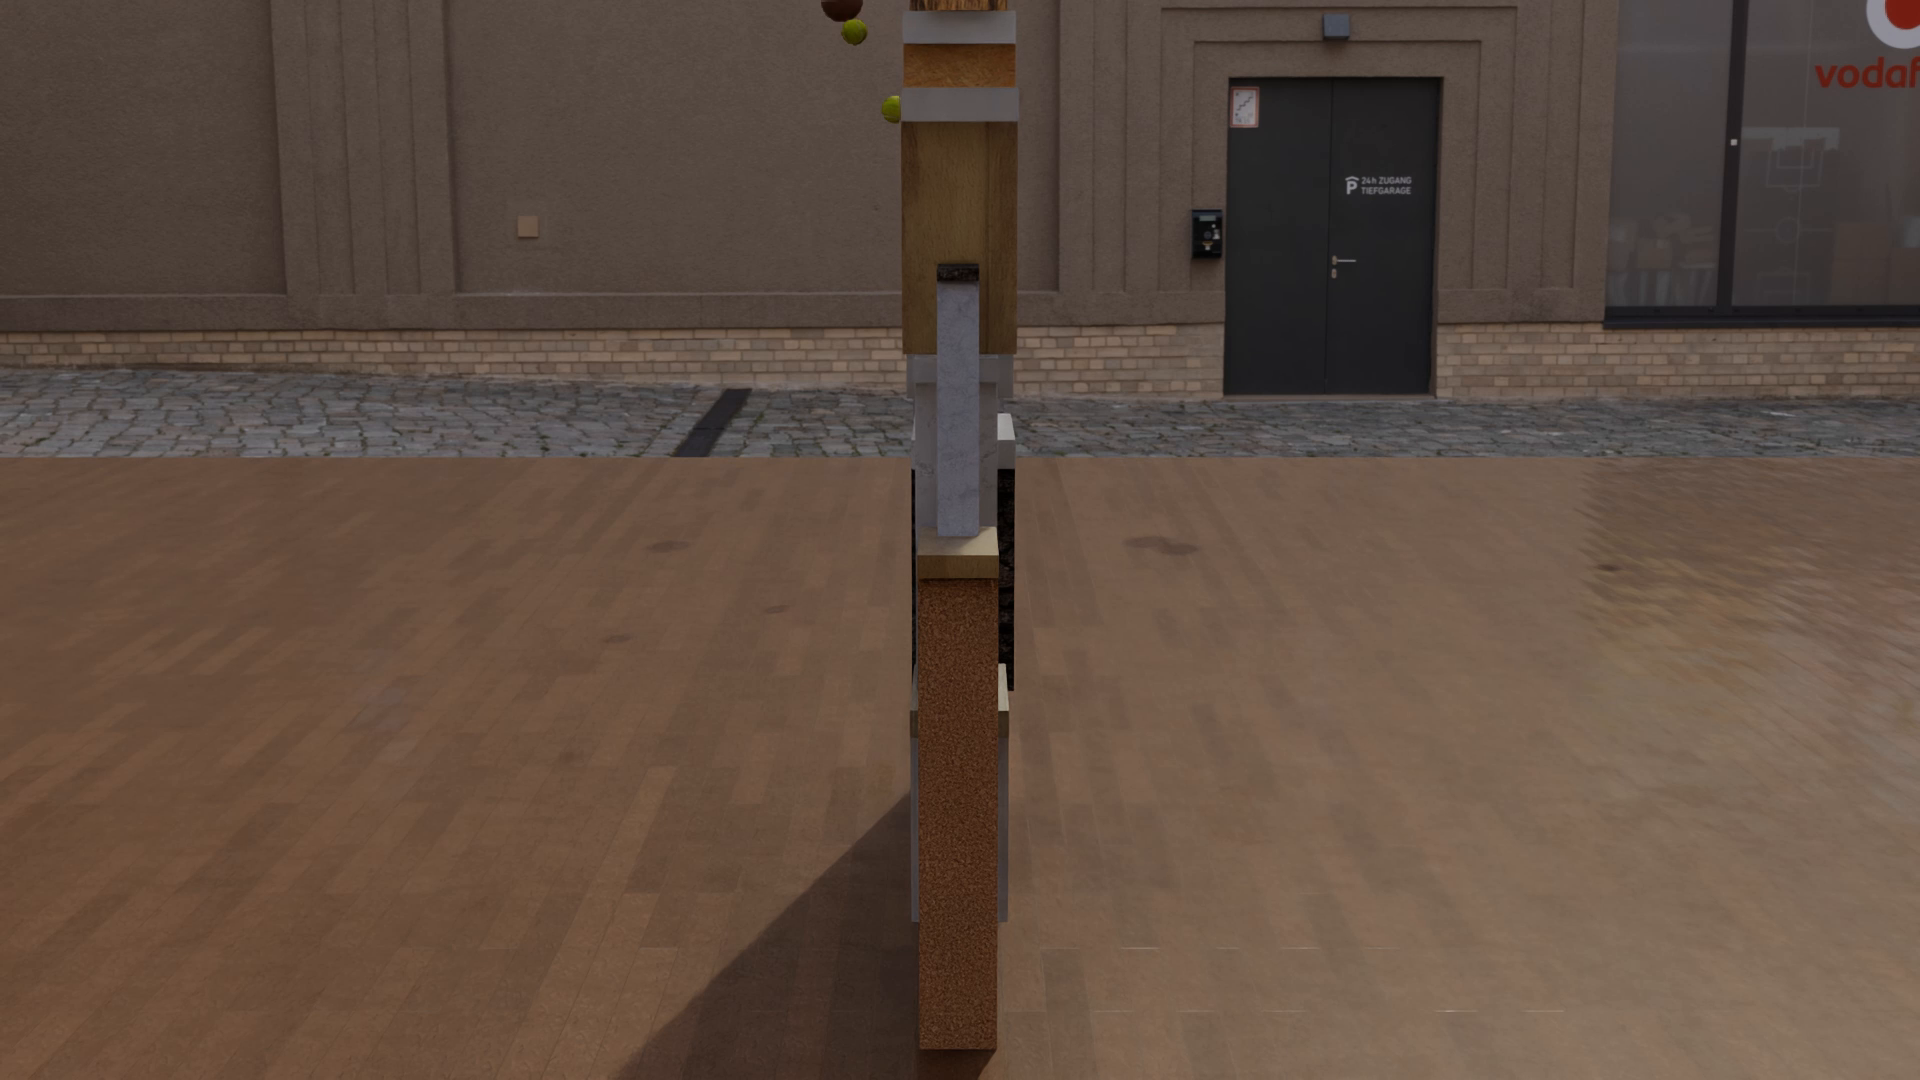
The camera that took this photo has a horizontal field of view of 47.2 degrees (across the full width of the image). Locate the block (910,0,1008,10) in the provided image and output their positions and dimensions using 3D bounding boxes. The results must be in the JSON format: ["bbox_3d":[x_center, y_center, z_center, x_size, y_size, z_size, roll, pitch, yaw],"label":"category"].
[{"bbox_3d":[-0.002,-1.002,3.541,0.157,0.313,0.044,0,11,1],"label":"block"}]

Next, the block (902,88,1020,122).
[{"bbox_3d":[-0.001,-0.631,3.197,0.163,0.046,0.326,0,11,0],"label":"block"}]

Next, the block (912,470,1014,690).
[{"bbox_3d":[0.005,0.061,3.660,0.170,0.379,0.048,0,11,0],"label":"block"}]

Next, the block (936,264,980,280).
[{"bbox_3d":[-0.002,-0.368,3.016,0.057,0.016,0.114,0,11,0],"label":"block"}]

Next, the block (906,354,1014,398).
[{"bbox_3d":[0.000,-0.425,3.347,0.163,0.415,0.046,0,10,-1],"label":"block"}]

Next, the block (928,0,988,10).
[{"bbox_3d":[-0.003,-0.900,3.348,0.091,0.182,0.026,0,11,0],"label":"block"}]

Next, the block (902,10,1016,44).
[{"bbox_3d":[-0.001,-0.820,3.549,0.174,0.049,0.347,0,11,0],"label":"block"}]

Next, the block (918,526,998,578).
[{"bbox_3d":[-0.003,0.016,3.007,0.108,0.030,0.215,0,11,0],"label":"block"}]

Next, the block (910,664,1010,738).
[{"bbox_3d":[0.000,0.232,3.210,0.139,0.039,0.277,0,11,0],"label":"block"}]

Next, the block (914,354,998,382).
[{"bbox_3d":[-0.005,-0.258,3.190,0.117,0.033,0.234,0,10,0],"label":"block"}]

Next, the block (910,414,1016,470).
[{"bbox_3d":[0.005,-0.170,3.732,0.170,0.048,0.339,0,11,0],"label":"block"}]

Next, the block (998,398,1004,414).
[{"bbox_3d":[-0.003,-0.129,4.144,0.168,1.240,0.048,0,11,0],"label":"block"}]

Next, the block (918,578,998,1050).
[{"bbox_3d":[-0.002,0.373,3.001,0.108,0.670,0.030,0,11,0],"label":"block"}]

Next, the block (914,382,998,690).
[{"bbox_3d":[-0.005,-0.007,3.157,0.117,0.450,0.033,0,11,0],"label":"block"}]

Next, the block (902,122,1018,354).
[{"bbox_3d":[-0.001,-0.429,3.125,0.163,0.326,0.046,0,11,0],"label":"block"}]

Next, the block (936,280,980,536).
[{"bbox_3d":[-0.003,-0.180,3.013,0.057,0.352,0.016,0,11,0],"label":"block"}]

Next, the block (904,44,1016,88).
[{"bbox_3d":[-0.001,-0.603,3.472,0.174,0.347,0.049,0,11,0],"label":"block"}]

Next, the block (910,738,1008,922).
[{"bbox_3d":[-0.001,0.406,3.148,0.139,0.280,0.039,0,11,0],"label":"block"}]
